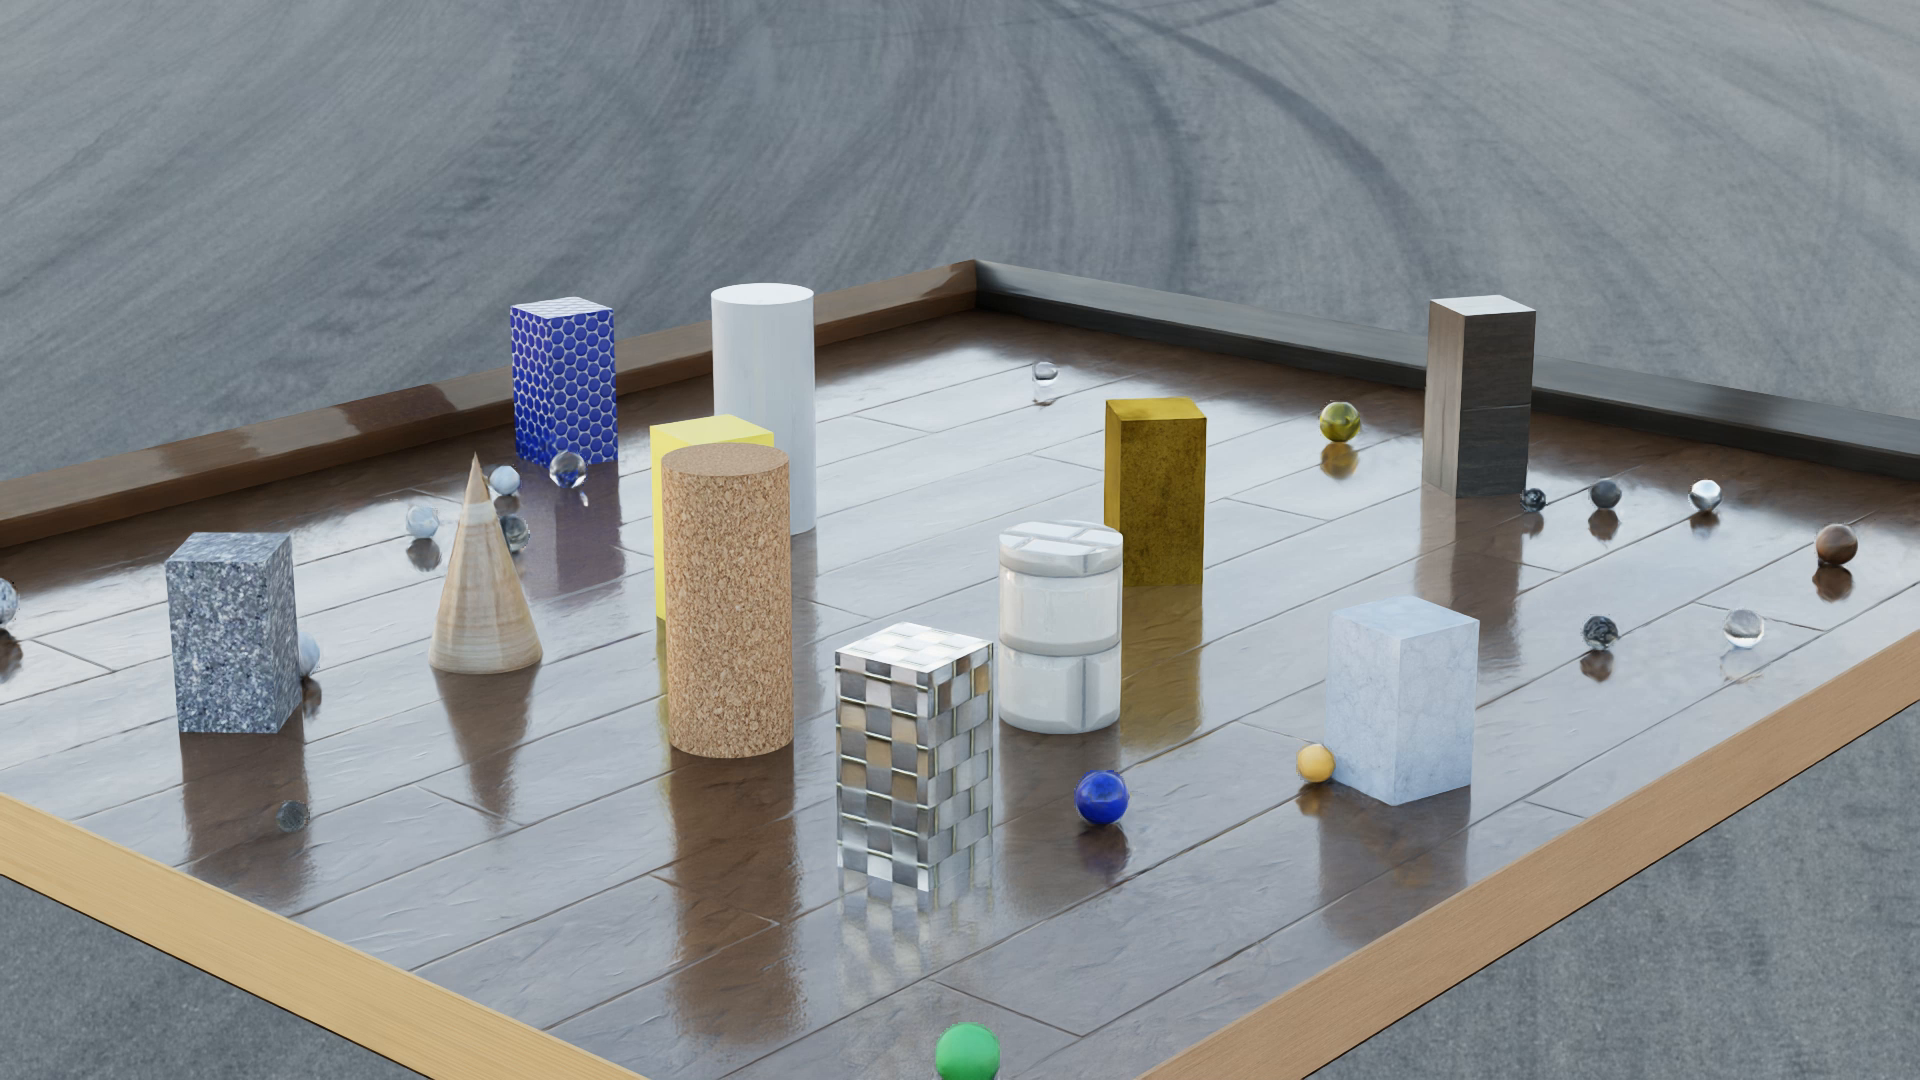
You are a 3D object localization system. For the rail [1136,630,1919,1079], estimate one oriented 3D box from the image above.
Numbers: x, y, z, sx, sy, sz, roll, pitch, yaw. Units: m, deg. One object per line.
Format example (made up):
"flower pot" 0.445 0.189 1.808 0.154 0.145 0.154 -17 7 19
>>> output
"rail" 1.118 0.312 4.192 0.045 0.123 3.576 14 22 39

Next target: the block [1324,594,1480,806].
"block" 0.638 0.229 4.246 0.151 0.251 0.151 -11 20 -33

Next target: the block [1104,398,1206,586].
"block" 0.344 -0.086 5.202 0.151 0.302 0.151 -2 17 -7

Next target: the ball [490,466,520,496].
"ball" -0.888 -0.116 5.724 0.058 0.058 0.058 0 17 0

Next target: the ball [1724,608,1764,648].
"ball" 1.295 0.145 4.843 0.067 0.067 0.067 0 17 0

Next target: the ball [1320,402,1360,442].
"ball" 0.791 -0.246 6.103 0.086 0.086 0.086 0 17 0

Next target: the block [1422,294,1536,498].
"block" 1.014 -0.282 5.743 0.151 0.364 0.151 -5 18 -17

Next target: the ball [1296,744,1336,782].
"ball" 0.518 0.325 4.266 0.056 0.056 0.056 0 17 0

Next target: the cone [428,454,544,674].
"cone" -0.779 0.023 4.762 0.189 0.346 0.189 0 17 0

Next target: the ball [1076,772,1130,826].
"ball" 0.200 0.362 4.112 0.075 0.075 0.075 0 17 0

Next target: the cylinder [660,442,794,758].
"cylinder" -0.347 0.089 4.392 0.189 0.436 0.189 0 17 0

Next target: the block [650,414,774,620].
"block" -0.415 -0.025 4.944 0.151 0.334 0.151 -11 20 -32

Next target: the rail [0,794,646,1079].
"rail" -1.157 0.416 3.845 3.008 0.123 0.045 14 22 39

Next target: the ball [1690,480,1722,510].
"ball" 1.431 -0.086 5.620 0.060 0.060 0.060 0 17 0

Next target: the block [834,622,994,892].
"block" -0.061 0.289 3.949 0.151 0.308 0.151 12 20 33

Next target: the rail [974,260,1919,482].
"rail" 1.157 -0.355 6.396 3.008 0.123 0.045 14 22 39

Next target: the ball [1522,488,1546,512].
"ball" 1.098 -0.076 5.608 0.047 0.047 0.047 0 17 0

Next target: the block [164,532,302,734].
"block" -1.113 0.141 4.501 0.151 0.272 0.151 1 17 2

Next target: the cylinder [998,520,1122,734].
"cylinder" 0.154 0.132 4.510 0.189 0.284 0.189 0 17 0

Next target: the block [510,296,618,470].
"block" -0.803 -0.319 5.953 0.151 0.313 0.151 -12 21 -35

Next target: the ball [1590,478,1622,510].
"ball" 1.240 -0.089 5.631 0.058 0.058 0.058 0 17 0

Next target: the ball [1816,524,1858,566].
"ball" 1.580 0.008 5.284 0.074 0.074 0.074 0 17 0

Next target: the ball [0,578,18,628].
"ball" -1.633 0.105 4.928 0.095 0.095 0.095 0 17 0

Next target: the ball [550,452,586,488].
"ball" -0.772 -0.138 5.770 0.073 0.073 0.073 0 17 0

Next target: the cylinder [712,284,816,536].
"cylinder" -0.365 -0.244 5.481 0.189 0.442 0.189 0 17 0

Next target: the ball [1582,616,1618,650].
"ball" 1.056 0.153 4.834 0.057 0.057 0.057 0 17 0

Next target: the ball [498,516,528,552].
"ball" -0.825 -0.011 5.356 0.068 0.068 0.068 0 17 0

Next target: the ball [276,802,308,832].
"ball" -0.932 0.386 4.087 0.043 0.043 0.043 0 17 0

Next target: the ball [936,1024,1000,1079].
"ball" 0.009 0.591 3.352 0.075 0.075 0.075 0 17 0

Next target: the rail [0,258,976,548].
"rail" -1.118 -0.250 6.050 0.045 0.123 3.576 14 22 39

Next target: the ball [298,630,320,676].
"ball" -1.065 0.182 4.706 0.074 0.074 0.074 0 17 0

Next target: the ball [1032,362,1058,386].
"ball" 0.191 -0.371 6.572 0.055 0.055 0.055 0 17 0

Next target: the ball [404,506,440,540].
"ball" -0.998 -0.033 5.439 0.063 0.063 0.063 0 17 0
